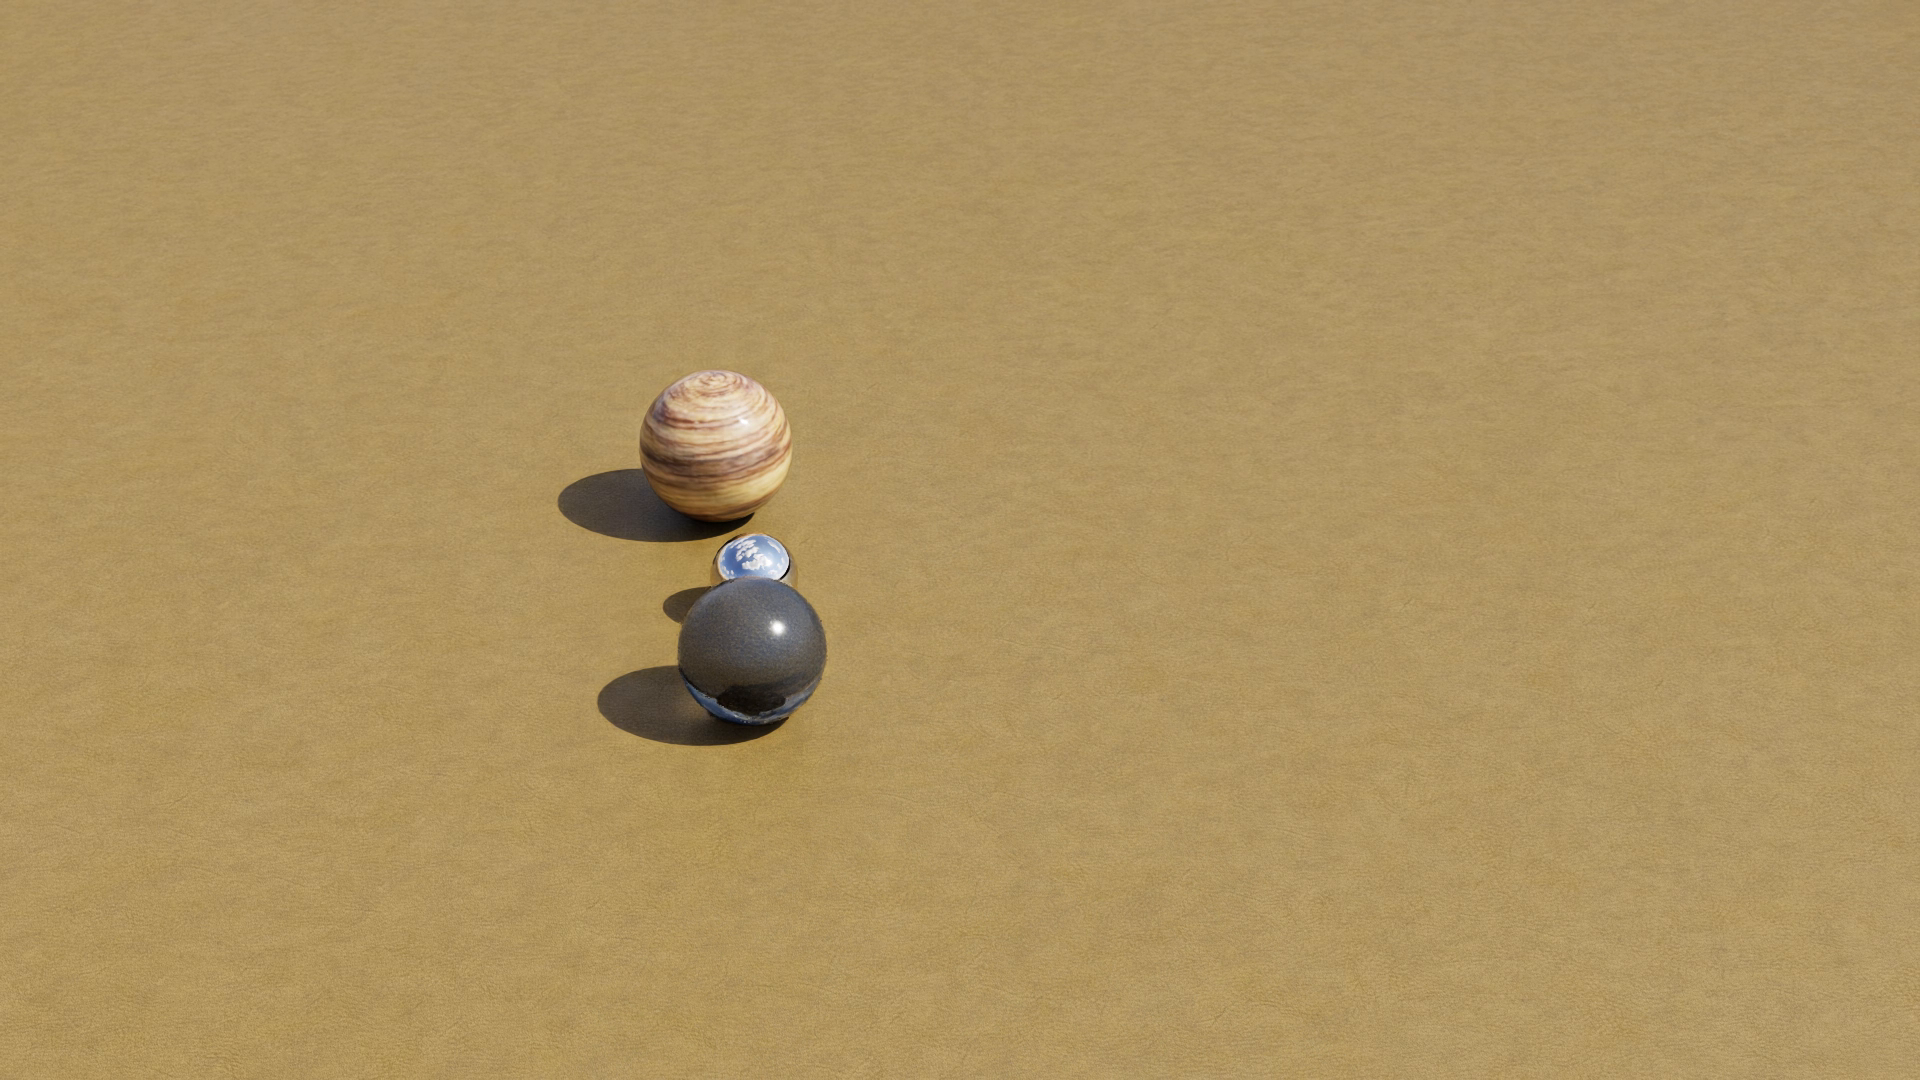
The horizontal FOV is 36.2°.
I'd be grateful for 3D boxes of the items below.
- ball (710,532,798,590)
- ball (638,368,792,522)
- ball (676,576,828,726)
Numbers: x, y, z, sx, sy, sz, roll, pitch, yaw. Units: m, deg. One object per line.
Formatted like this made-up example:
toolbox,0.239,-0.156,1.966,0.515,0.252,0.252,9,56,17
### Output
ball,-0.118,0.021,1.682,0.051,0.051,0.051,0,29,0
ball,-0.148,-0.057,1.777,0.093,0.093,0.093,0,29,0
ball,-0.112,0.060,1.582,0.081,0.081,0.081,0,29,0
